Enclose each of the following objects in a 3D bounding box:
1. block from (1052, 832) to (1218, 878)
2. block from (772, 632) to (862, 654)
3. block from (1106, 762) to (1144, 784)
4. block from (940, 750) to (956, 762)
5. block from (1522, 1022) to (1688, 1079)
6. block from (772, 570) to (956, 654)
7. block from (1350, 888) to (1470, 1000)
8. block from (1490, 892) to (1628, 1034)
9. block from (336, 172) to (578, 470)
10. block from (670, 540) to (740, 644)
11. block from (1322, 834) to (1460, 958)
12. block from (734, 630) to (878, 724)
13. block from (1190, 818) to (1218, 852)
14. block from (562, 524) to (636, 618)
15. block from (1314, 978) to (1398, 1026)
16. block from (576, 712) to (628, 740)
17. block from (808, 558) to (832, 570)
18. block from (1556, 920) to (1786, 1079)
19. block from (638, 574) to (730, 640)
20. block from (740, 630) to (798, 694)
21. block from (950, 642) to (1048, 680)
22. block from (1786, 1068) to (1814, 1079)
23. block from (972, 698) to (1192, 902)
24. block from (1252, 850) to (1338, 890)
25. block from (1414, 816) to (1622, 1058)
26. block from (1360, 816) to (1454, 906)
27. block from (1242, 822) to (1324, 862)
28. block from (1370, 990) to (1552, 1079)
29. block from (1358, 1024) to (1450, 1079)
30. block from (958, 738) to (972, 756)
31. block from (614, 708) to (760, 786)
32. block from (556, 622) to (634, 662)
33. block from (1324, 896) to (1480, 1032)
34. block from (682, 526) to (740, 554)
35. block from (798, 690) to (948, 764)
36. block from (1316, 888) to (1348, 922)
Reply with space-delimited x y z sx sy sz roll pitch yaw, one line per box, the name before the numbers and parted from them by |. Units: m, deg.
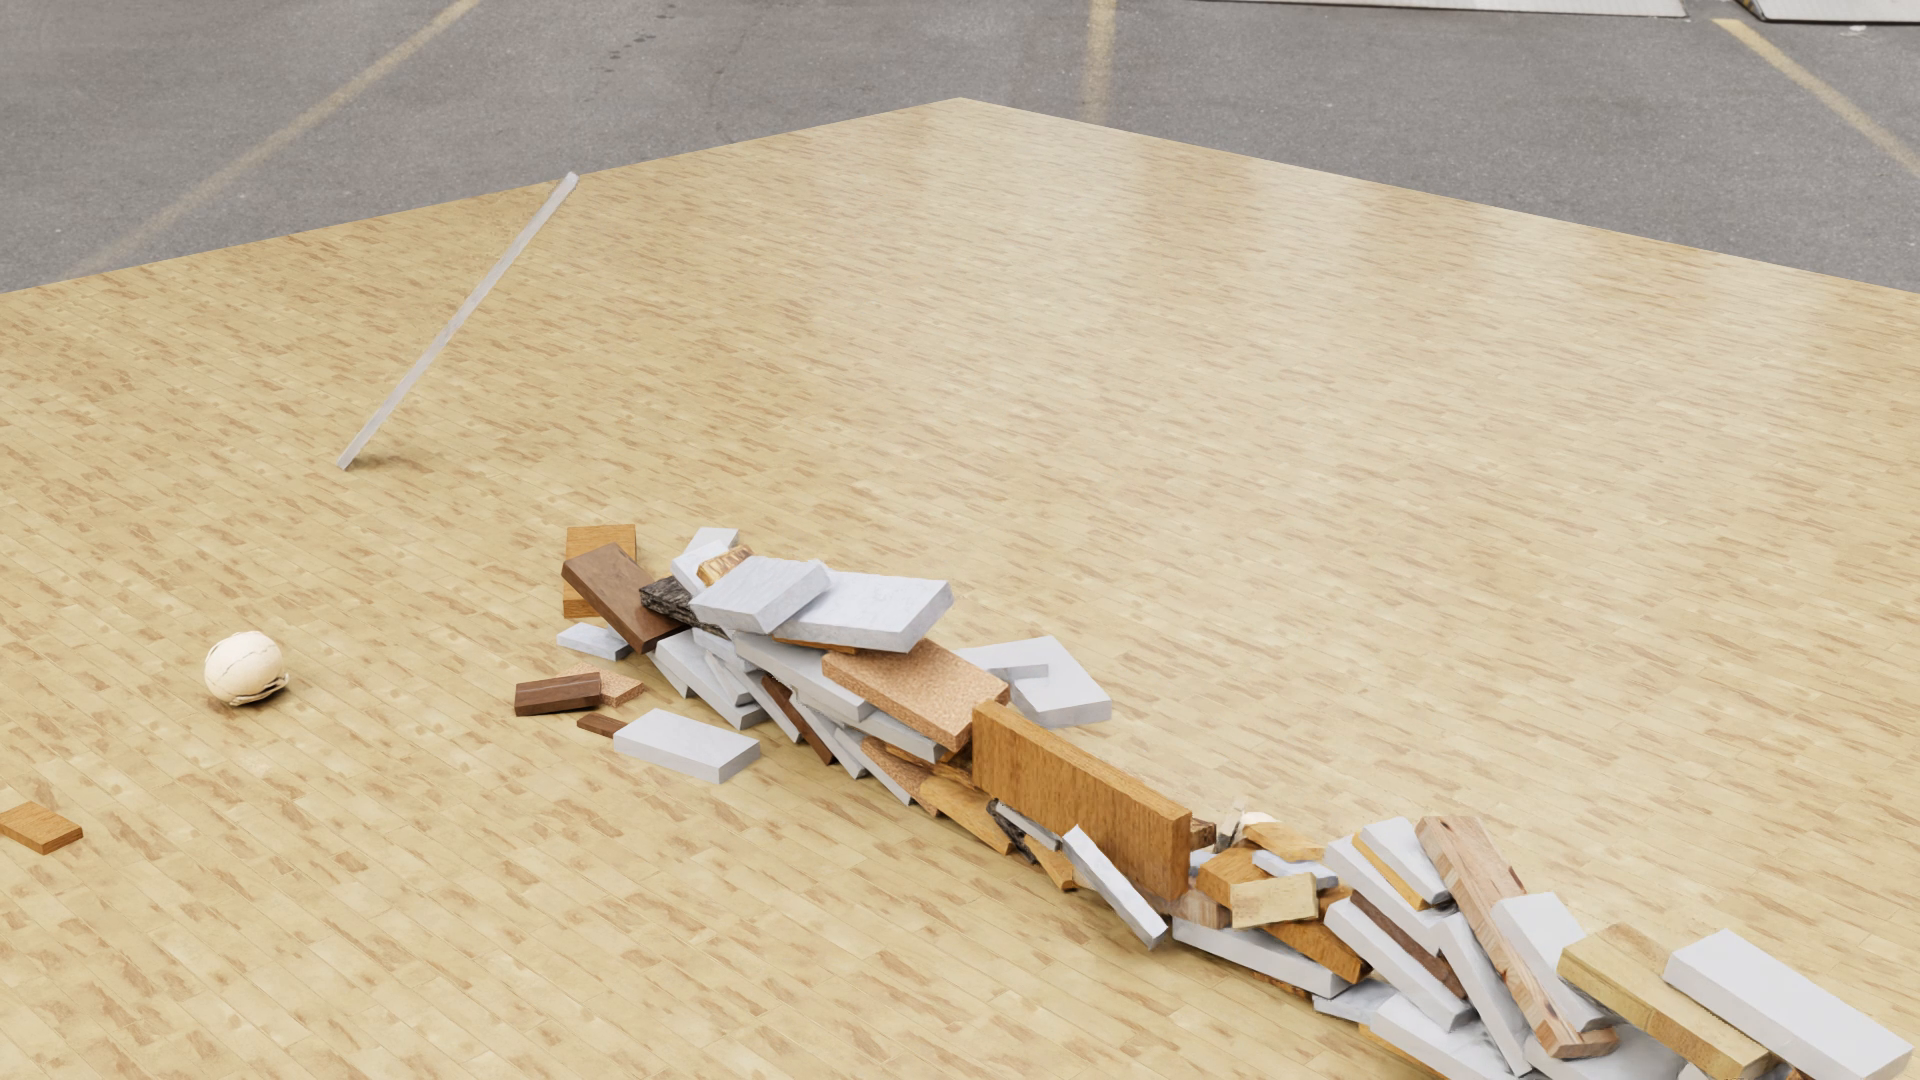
block | 0.339 0.579 4.127 0.366 0.021 0.076 9 16 41
block | -0.263 0.170 4.421 0.225 0.032 0.113 6 38 40
block | 0.215 0.435 4.252 0.275 0.026 0.091 21 20 33
block | -0.095 0.344 4.464 0.268 0.038 0.134 24 49 30
block | 1.059 0.845 3.415 0.163 0.046 0.327 -24 44 -38
block | -0.197 0.138 4.350 0.344 0.049 0.172 4 37 38
block | 0.799 0.656 3.698 0.134 0.038 0.267 -12 38 -35
block | 0.959 0.667 3.487 0.121 0.034 0.241 -2 42 -32
block | -1.406 -0.606 6.131 0.029 1.066 0.103 38 15 -16
block | -0.499 0.116 4.762 0.128 0.036 0.256 -25 60 -37
block | 0.756 0.589 3.717 0.134 0.038 0.267 -13 39 -36
block | -0.276 0.235 4.469 0.339 0.048 0.170 26 50 31
block | 0.331 0.540 4.169 0.288 0.038 0.134 9 12 42
block | -0.902 0.074 5.523 0.174 0.049 0.459 -3 23 -7
block | 0.716 0.796 3.772 0.099 0.028 0.198 -20 17 -39
block | -0.778 0.404 4.790 0.105 0.015 0.053 14 27 30
block | -0.296 0.163 5.118 0.174 0.049 0.348 -19 39 -38
block | 1.091 0.704 3.351 0.161 0.046 0.322 -11 32 -39
block | -0.558 0.141 4.898 0.142 0.040 0.345 -23 27 -36
block | -0.374 0.201 4.672 0.128 0.036 0.266 -25 60 -37
block | -0.010 0.284 4.925 0.400 0.032 0.112 -4 23 -10
block | 1.345 0.898 3.169 0.161 0.046 0.322 -2 44 -30
block | 0.217 0.476 4.080 0.049 0.172 0.531 -21 33 -36
block | 0.591 0.580 3.880 0.076 0.021 0.151 -4 14 -27
block | 0.894 0.633 3.554 0.121 0.034 0.468 3 40 -26
block | 0.766 0.536 3.693 0.091 0.026 0.182 -9 36 -33
block | 0.580 0.540 3.946 0.076 0.021 0.151 0 11 -25
block | 0.932 0.878 3.522 0.550 0.041 0.145 28 34 31
block | 0.787 0.848 3.727 0.099 0.028 0.198 -21 31 -40
block | 0.038 0.410 4.443 0.161 0.023 0.081 19 25 33
block | -0.582 0.437 4.679 0.284 0.040 0.142 14 27 29
block | -0.850 0.238 5.165 0.175 0.025 0.088 13 25 28
block | 0.767 0.697 3.698 0.145 0.041 0.291 -14 40 -36
block | -0.645 0.022 5.673 0.103 0.029 0.205 3 23 8
block | -0.141 0.318 4.434 0.339 0.048 0.170 22 48 28
block | 0.647 0.637 3.831 0.076 0.021 0.151 -10 34 -42
